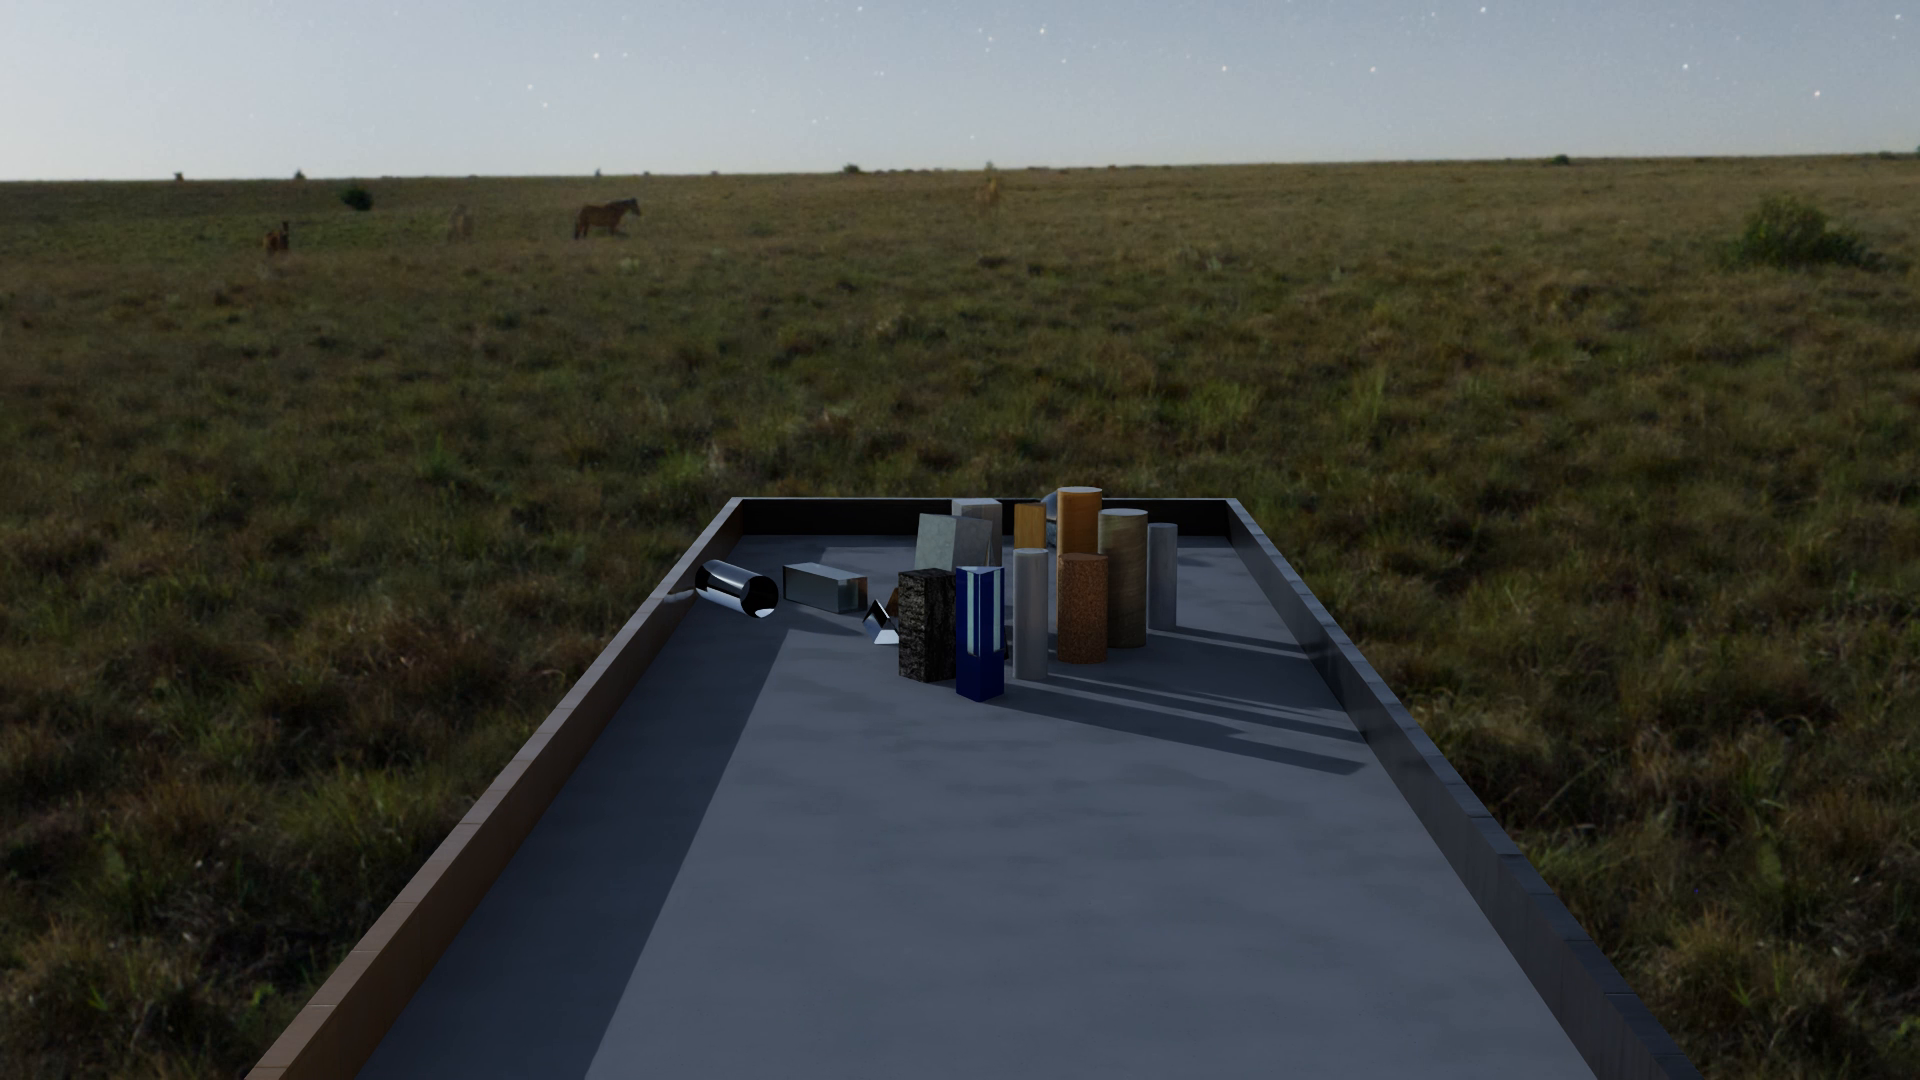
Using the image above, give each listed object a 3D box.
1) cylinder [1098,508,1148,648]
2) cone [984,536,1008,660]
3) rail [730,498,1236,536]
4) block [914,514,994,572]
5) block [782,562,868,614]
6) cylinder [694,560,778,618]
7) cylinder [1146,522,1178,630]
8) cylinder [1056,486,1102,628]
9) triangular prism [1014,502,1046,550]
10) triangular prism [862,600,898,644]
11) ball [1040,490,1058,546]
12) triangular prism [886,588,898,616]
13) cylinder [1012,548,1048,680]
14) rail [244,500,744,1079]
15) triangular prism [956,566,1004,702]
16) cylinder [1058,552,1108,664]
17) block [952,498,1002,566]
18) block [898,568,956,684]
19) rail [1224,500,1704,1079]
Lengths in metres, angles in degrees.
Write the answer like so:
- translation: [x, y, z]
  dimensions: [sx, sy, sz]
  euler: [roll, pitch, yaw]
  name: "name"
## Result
- translation: [0.509, 0.120, 6.910]
  dimensions: [0.156, 0.420, 0.156]
  euler: [0, 9, 0]
  name: "cylinder"
- translation: [0.091, 0.164, 6.707]
  dimensions: [0.120, 0.396, 0.120]
  euler: [0, 9, 0]
  name: "cone"
- translation: [0.099, -0.098, 9.147]
  dimensions: [2.100, 0.150, 0.050]
  euler: [0, 9, 1]
  name: "rail"
- translation: [-0.030, 0.119, 6.959]
  dimensions: [0.164, 0.386, 0.164]
  euler: [9, 4, 45]
  name: "block"
- translation: [-0.467, 0.165, 7.589]
  dimensions: [0.118, 0.118, 0.356]
  euler: [-6, 11, -35]
  name: "block"
- translation: [-0.765, 0.164, 7.514]
  dimensions: [0.143, 0.143, 0.372]
  euler: [-5, 10, -30]
  name: "cylinder"
- translation: [0.657, 0.118, 7.185]
  dimensions: [0.104, 0.338, 0.104]
  euler: [0, 9, 0]
  name: "cylinder"
- translation: [0.388, 0.062, 7.164]
  dimensions: [0.146, 0.456, 0.146]
  euler: [0, 9, 0]
  name: "cylinder"
- translation: [0.242, 0.105, 6.924]
  dimensions: [0.109, 0.444, 0.094]
  euler: [7, 11, 36]
  name: "triangular prism"
- translation: [-0.251, 0.259, 7.101]
  dimensions: [0.093, 0.081, 0.329]
  euler: [-2, 9, -9]
  name: "triangular prism"
- translation: [0.413, -0.087, 8.837]
  dimensions: [0.226, 0.226, 0.226]
  euler: [0, 9, 0]
  name: "ball"
- translation: [-0.083, 0.184, 7.528]
  dimensions: [0.110, 0.095, 0.404]
  euler: [7, 12, 41]
  name: "triangular prism"
- translation: [0.207, 0.216, 6.448]
  dimensions: [0.103, 0.375, 0.103]
  euler: [0, 9, 0]
  name: "cylinder"
- translation: [-1.004, 0.839, 3.234]
  dimensions: [0.050, 0.150, 12.000]
  euler: [0, 9, 1]
  name: "rail"
- translation: [0.039, 0.260, 6.205]
  dimensions: [0.117, 0.364, 0.135]
  euler: [6, 11, 32]
  name: "triangular prism"
- translation: [0.373, 0.206, 6.694]
  dimensions: [0.152, 0.317, 0.152]
  euler: [0, 9, 0]
  name: "cylinder"
- translation: [0.055, 0.081, 7.171]
  dimensions: [0.135, 0.416, 0.135]
  euler: [-2, 9, -13]
  name: "block"
- translation: [-0.088, 0.249, 6.452]
  dimensions: [0.132, 0.309, 0.132]
  euler: [-6, 11, -35]
  name: "block"
- translation: [1.046, 0.843, 3.208]
  dimensions: [0.050, 0.150, 12.000]
  euler: [0, 9, 1]
  name: "rail"
